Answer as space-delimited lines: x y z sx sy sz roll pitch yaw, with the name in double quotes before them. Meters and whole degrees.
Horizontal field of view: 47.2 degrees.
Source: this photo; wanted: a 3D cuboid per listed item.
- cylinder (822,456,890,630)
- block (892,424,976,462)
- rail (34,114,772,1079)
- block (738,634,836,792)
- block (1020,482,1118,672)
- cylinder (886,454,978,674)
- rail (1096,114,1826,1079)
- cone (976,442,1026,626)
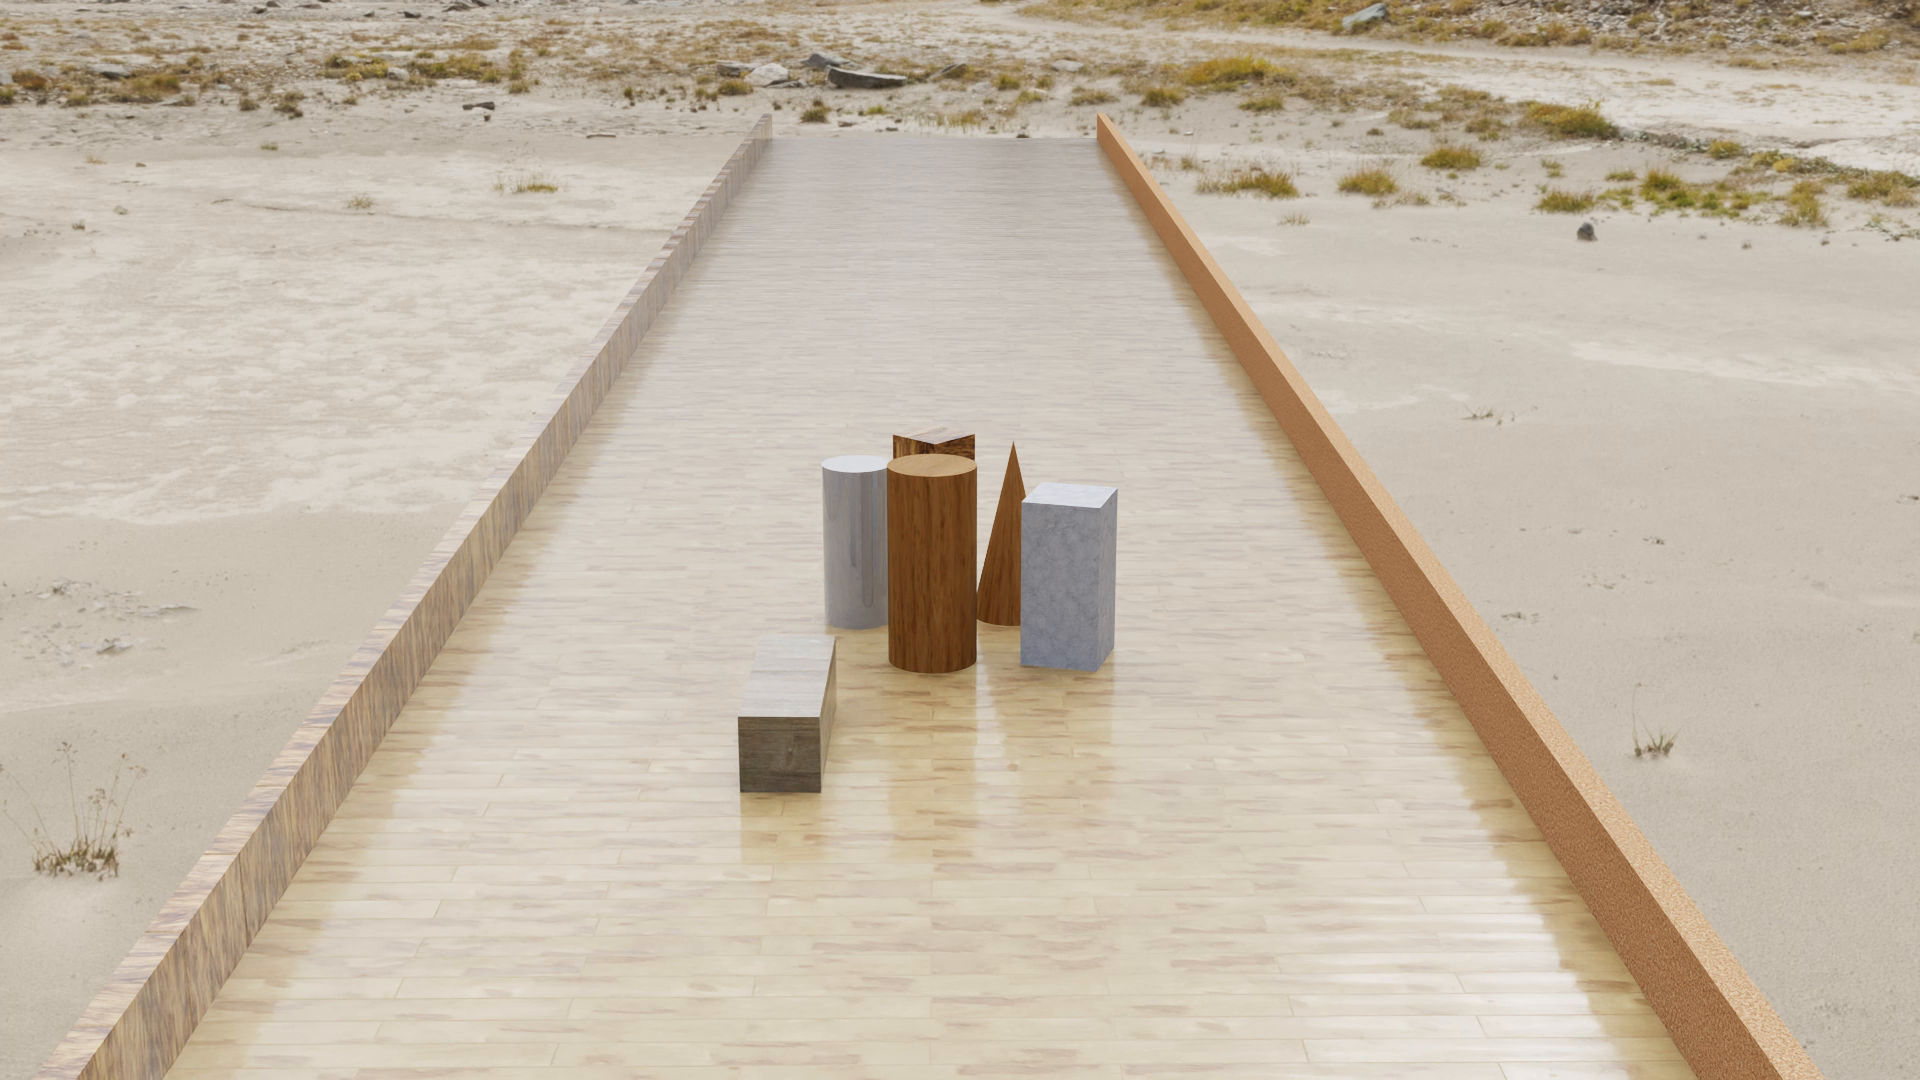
"cylinder" -0.216 0.004 4.618 0.144 0.340 0.144 0 17 0
"block" -0.057 -0.069 4.861 0.127 0.340 0.127 15 22 41
"rail" -1.118 -0.838 7.780 0.050 0.150 12.000 0 17 -1
"block" -0.306 0.306 3.954 0.139 0.139 0.425 0 17 1
"block" 0.218 0.072 4.395 0.157 0.337 0.157 5 17 16
"cylinder" -0.055 0.046 4.368 0.177 0.402 0.177 0 17 0
"rail" 0.932 -0.844 7.801 0.050 0.150 12.000 0 17 -1
"cone" 0.112 -0.026 4.647 0.171 0.381 0.171 0 17 0
